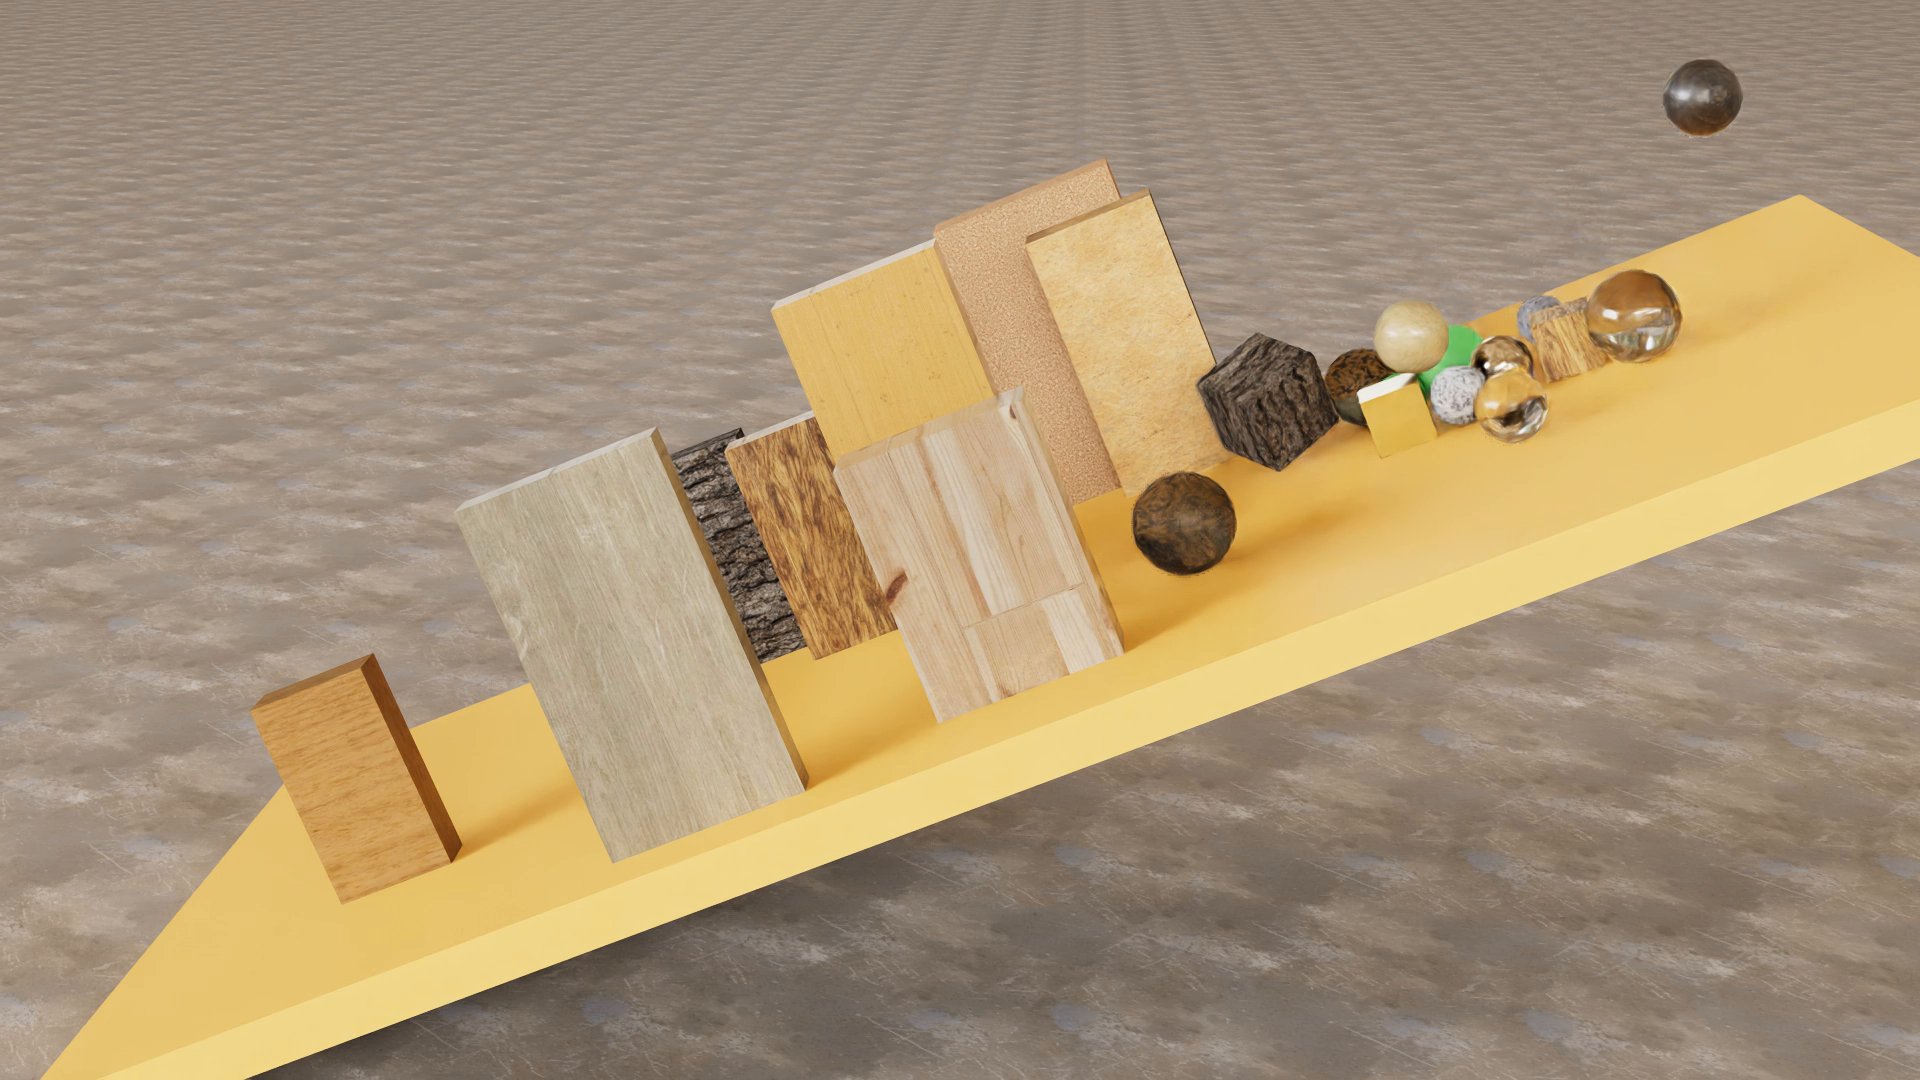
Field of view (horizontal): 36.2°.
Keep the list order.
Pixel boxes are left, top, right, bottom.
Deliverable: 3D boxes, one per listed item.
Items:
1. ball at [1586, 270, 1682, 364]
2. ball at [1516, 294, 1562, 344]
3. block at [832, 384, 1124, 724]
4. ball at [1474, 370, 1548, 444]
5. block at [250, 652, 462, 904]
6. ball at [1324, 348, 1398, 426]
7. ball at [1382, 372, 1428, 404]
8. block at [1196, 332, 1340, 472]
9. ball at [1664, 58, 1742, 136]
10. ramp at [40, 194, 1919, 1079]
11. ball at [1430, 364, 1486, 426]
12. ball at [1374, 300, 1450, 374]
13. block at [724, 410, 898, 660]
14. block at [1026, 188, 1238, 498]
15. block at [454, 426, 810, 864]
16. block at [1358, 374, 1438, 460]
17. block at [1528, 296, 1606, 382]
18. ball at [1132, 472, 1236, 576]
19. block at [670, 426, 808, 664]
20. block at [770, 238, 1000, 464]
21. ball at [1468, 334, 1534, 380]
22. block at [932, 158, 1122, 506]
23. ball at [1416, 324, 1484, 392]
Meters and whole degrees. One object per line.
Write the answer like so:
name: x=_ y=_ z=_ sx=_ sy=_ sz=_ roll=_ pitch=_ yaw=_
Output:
ball: x=1.387 y=-0.459 z=6.053 sx=0.195 sy=0.195 sz=0.195 roll=0 pitch=14 yaw=0
ball: x=1.296 y=-0.490 z=6.550 sx=0.112 sy=0.112 sz=0.112 roll=0 pitch=14 yaw=0
block: x=0.040 y=0.027 z=5.577 sx=0.378 sy=0.523 sz=0.147 roll=-21 pitch=12 yaw=7
ball: x=1.097 y=-0.264 z=5.851 sx=0.144 sy=0.144 sz=0.144 roll=0 pitch=14 yaw=0
block: x=-1.239 y=0.491 z=6.048 sx=0.250 sy=0.448 sz=0.113 roll=-21 pitch=12 yaw=7
ball: x=0.887 y=-0.338 z=6.488 sx=0.169 sy=0.169 sz=0.169 roll=0 pitch=14 yaw=0
ball: x=0.955 y=-0.306 z=6.365 sx=0.112 sy=0.112 sz=0.112 roll=0 pitch=14 yaw=0
block: x=0.675 y=-0.303 z=6.449 sx=0.190 sy=0.190 sz=0.190 roll=-40 pitch=35 yaw=-18
ball: x=1.588 y=-0.946 z=6.289 sx=0.164 sy=0.164 sz=0.164 roll=0 pitch=14 yaw=0
ramp: x=0.124 y=0.173 z=6.290 sx=4.000 sy=0.100 sz=2.000 roll=-21 pitch=12 yaw=7
ball: x=1.045 y=-0.303 z=6.153 sx=0.127 sy=0.127 sz=0.127 roll=0 pitch=14 yaw=0
ball: x=0.949 y=-0.427 z=6.182 sx=0.158 sy=0.158 sz=0.158 roll=0 pitch=14 yaw=0
block: x=-0.214 y=-0.050 z=6.415 sx=0.429 sy=0.504 sz=0.094 roll=-21 pitch=12 yaw=7
block: x=0.407 y=-0.450 z=6.732 sx=0.300 sy=0.630 sz=0.137 roll=-21 pitch=12 yaw=7
block: x=-0.608 y=0.201 z=5.492 sx=0.396 sy=0.731 sz=0.086 roll=-21 pitch=12 yaw=7
block: x=0.923 y=-0.265 z=6.207 sx=0.128 sy=0.128 sz=0.128 roll=-20 pitch=12 yaw=10
block: x=1.286 y=-0.425 z=6.231 sx=0.127 sy=0.127 sz=0.127 roll=-16 pitch=13 yaw=13
ball: x=0.447 y=-0.033 z=5.866 sx=0.207 sy=0.207 sz=0.207 roll=0 pitch=14 yaw=0
block: x=-0.549 y=0.043 z=6.621 sx=0.322 sy=0.502 sz=0.107 roll=-21 pitch=12 yaw=7
block: x=-0.073 y=-0.196 z=6.138 sx=0.359 sy=0.778 sz=0.124 roll=-21 pitch=12 yaw=7
ball: x=1.143 y=-0.365 z=6.217 sx=0.138 sy=0.138 sz=0.138 roll=0 pitch=14 yaw=0
block: x=0.272 y=-0.474 z=6.872 sx=0.428 sy=0.716 sz=0.145 roll=-21 pitch=12 yaw=7
ball: x=1.069 y=-0.385 z=6.378 sx=0.164 sy=0.164 sz=0.164 roll=0 pitch=14 yaw=0
